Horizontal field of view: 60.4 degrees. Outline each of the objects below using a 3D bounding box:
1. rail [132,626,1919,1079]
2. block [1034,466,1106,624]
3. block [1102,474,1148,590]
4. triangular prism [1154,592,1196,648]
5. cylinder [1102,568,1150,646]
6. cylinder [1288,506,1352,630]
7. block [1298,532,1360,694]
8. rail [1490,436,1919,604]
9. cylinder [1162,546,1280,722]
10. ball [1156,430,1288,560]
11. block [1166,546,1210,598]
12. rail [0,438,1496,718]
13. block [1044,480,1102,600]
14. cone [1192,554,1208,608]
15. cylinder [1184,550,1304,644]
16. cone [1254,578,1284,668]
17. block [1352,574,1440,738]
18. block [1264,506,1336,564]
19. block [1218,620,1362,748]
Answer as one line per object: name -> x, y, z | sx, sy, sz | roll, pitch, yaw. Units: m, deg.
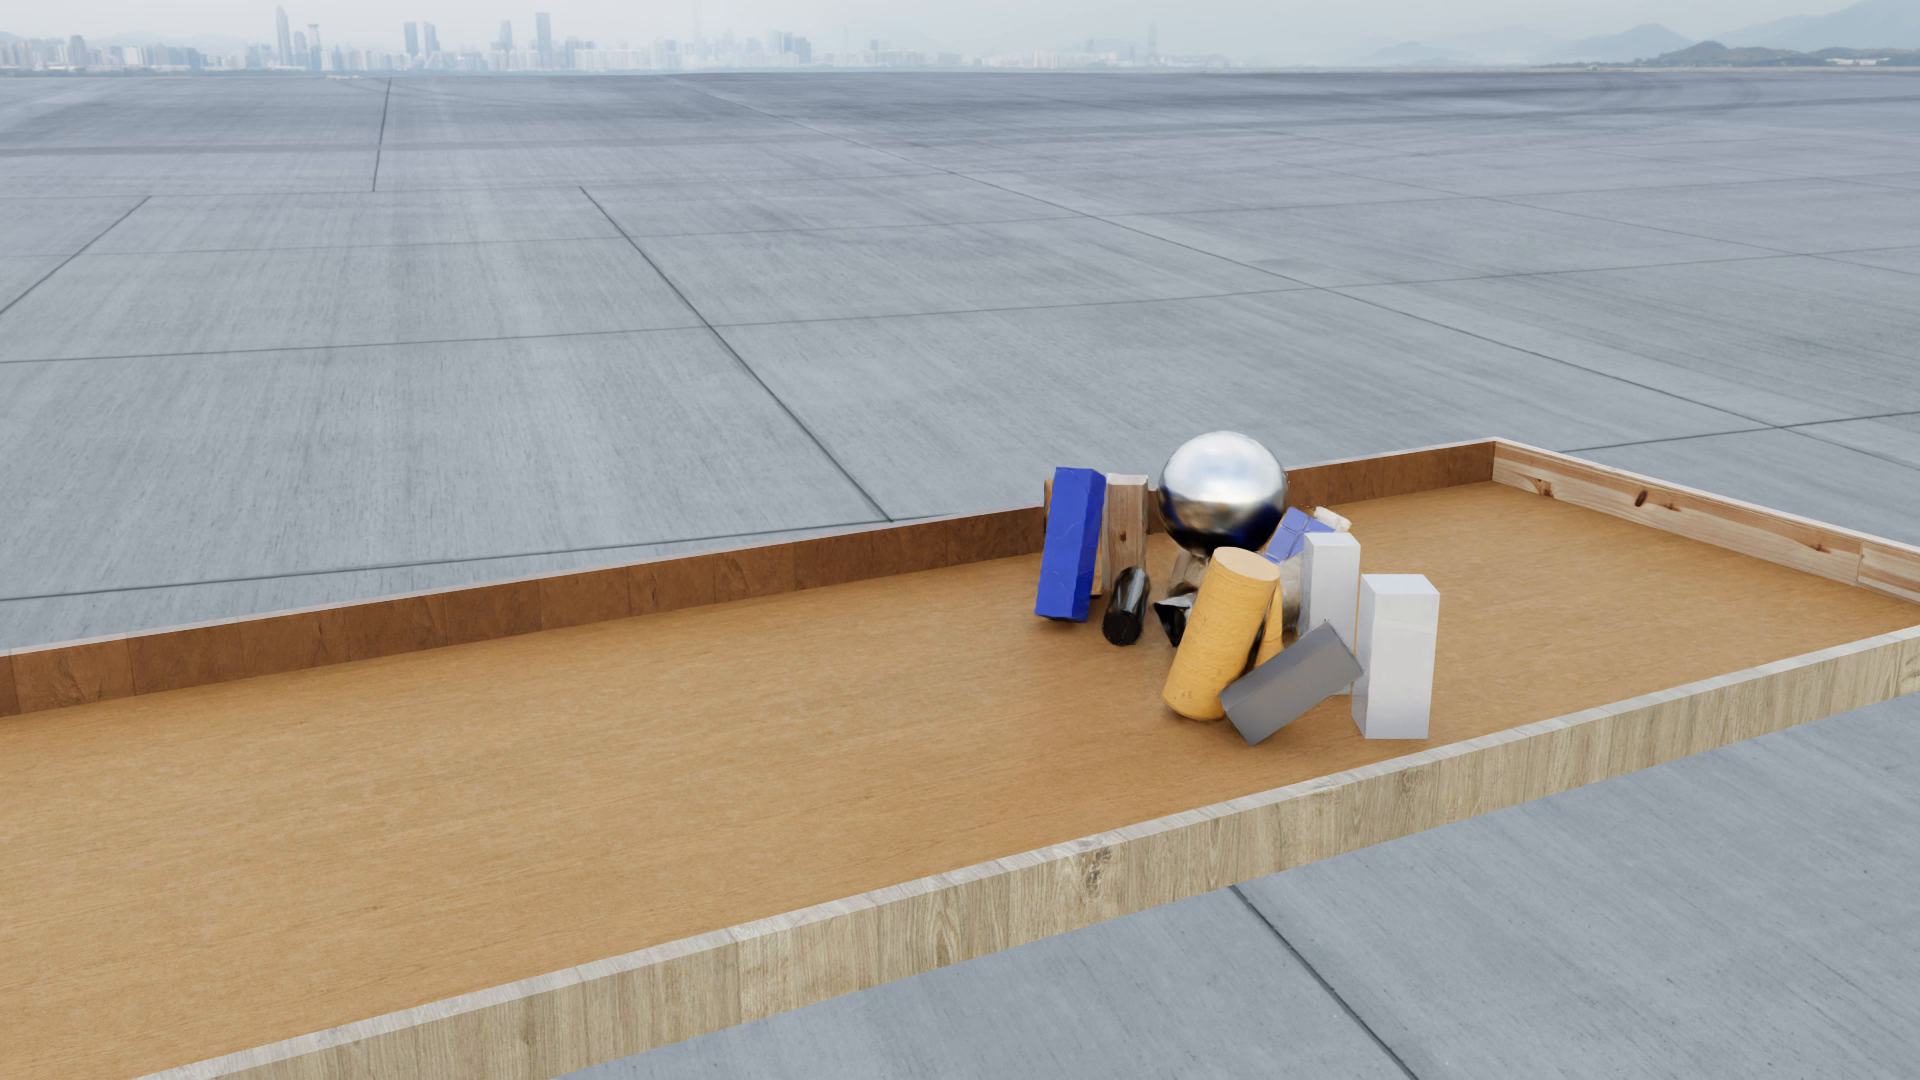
rail -> -2.336, 1.006, 1.665 | 12.000, 0.150, 0.050 | -9, 18, -27
block -> 0.306, 0.014, 4.550 | 0.109, 0.413, 0.109 | 5, -8, 28
block -> 0.481, -0.022, 4.860 | 0.124, 0.322, 0.124 | 4, 17, 13
triangular prism -> 0.722, 0.169, 4.473 | 0.395, 0.128, 0.111 | -13, -18, -38
cylinder -> 0.463, 0.181, 4.556 | 0.103, 0.103, 0.380 | 3, 17, 10
cylinder -> 0.944, 0.078, 4.499 | 0.104, 0.329, 0.104 | 28, 0, 0
block -> 0.904, 0.181, 4.061 | 0.112, 0.382, 0.112 | 0, 16, 0
rail -> 2.466, -0.048, 5.253 | 0.050, 0.150, 2.100 | -9, 18, -27
cylinder -> 0.609, 0.222, 3.866 | 0.160, 0.384, 0.160 | 14, 24, -6
ball -> 0.717, -0.121, 4.513 | 0.358, 0.358, 0.358 | 0, 16, 0
block -> 0.711, -0.010, 4.737 | 0.101, 0.417, 0.101 | 29, -32, -11
rail -> -3.305, 0.497, 3.399 | 12.000, 0.150, 0.050 | -9, 18, -27
block -> 0.319, 0.001, 4.709 | 0.156, 0.327, 0.156 | 0, -6, 1
cone -> 0.603, 0.195, 4.082 | 0.135, 0.344, 0.135 | 0, 16, 0
cylinder -> 0.767, 0.172, 4.228 | 0.356, 0.156, 0.156 | -28, 15, 6
cone -> 0.729, 0.240, 3.855 | 0.104, 0.381, 0.104 | 3, 17, -1
block -> 1.005, 0.269, 3.817 | 0.144, 0.351, 0.144 | 0, 16, 0
block -> 0.856, 0.094, 4.370 | 0.131, 0.327, 0.131 | 29, -2, 15
block -> 0.751, 0.328, 3.760 | 0.301, 0.108, 0.108 | -35, 14, 11
